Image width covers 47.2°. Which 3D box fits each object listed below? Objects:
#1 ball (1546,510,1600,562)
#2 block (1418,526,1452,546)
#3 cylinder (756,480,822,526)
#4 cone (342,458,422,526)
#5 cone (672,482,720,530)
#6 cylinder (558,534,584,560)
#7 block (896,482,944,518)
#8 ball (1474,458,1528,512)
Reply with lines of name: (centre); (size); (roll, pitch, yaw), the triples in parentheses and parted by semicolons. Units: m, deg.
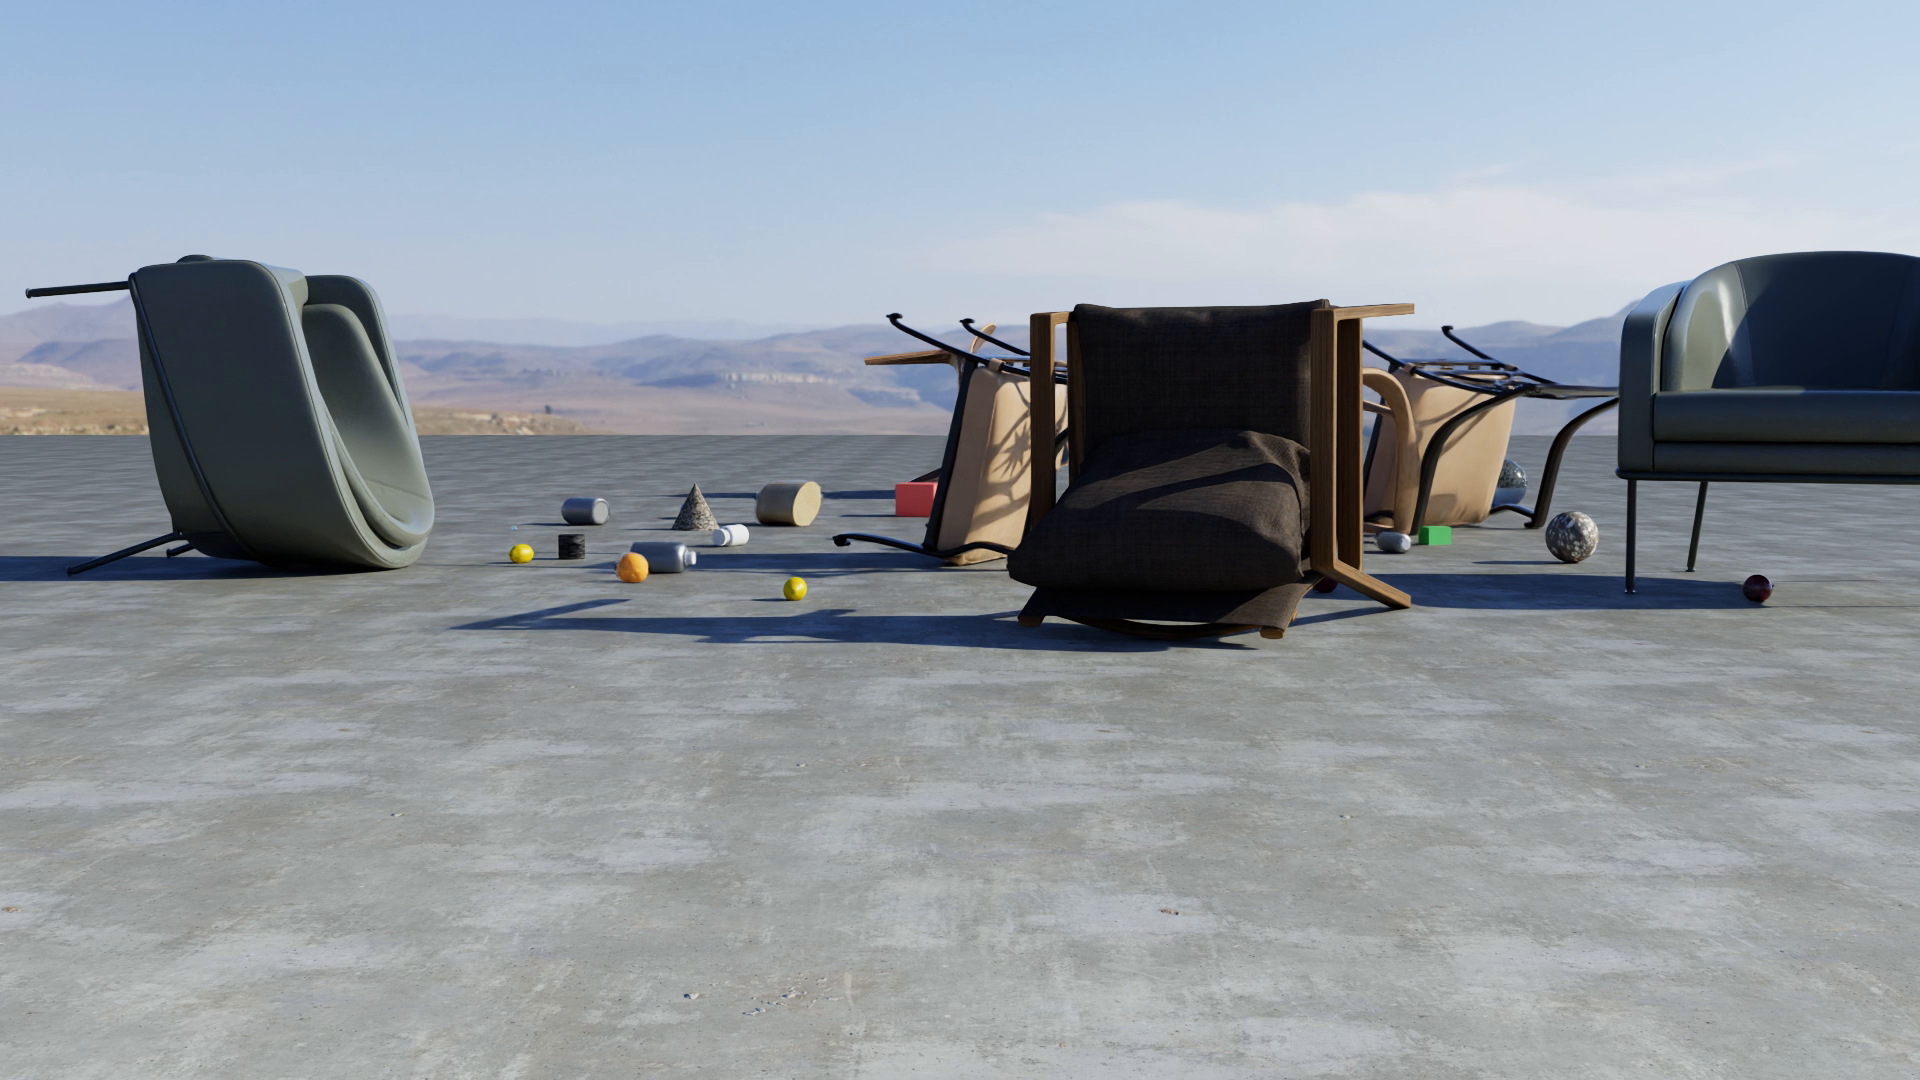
ball: (1.583, -0.008, 5.688); (0.134, 0.134, 0.134); (0, 4, 0)
block: (1.376, -0.013, 6.369); (0.076, 0.050, 0.054); (-1, 4, -21)
cylinder: (-0.564, -0.122, 7.244); (0.148, 0.128, 0.180); (2, 39, 31)
cone: (-1.978, -0.107, 7.295); (0.283, 0.242, 0.273); (-27, -22, 39)
cone: (-0.846, -0.109, 7.033); (0.159, 0.151, 0.147); (1, 4, 14)
cylinder: (-1.027, 0.018, 5.817); (0.069, 0.064, 0.064); (1, 4, 11)
block: (-0.143, -0.143, 7.792); (0.137, 0.115, 0.148); (1, 4, 12)
ball: (1.990, -0.203, 8.093); (0.193, 0.193, 0.193); (0, 4, 0)
